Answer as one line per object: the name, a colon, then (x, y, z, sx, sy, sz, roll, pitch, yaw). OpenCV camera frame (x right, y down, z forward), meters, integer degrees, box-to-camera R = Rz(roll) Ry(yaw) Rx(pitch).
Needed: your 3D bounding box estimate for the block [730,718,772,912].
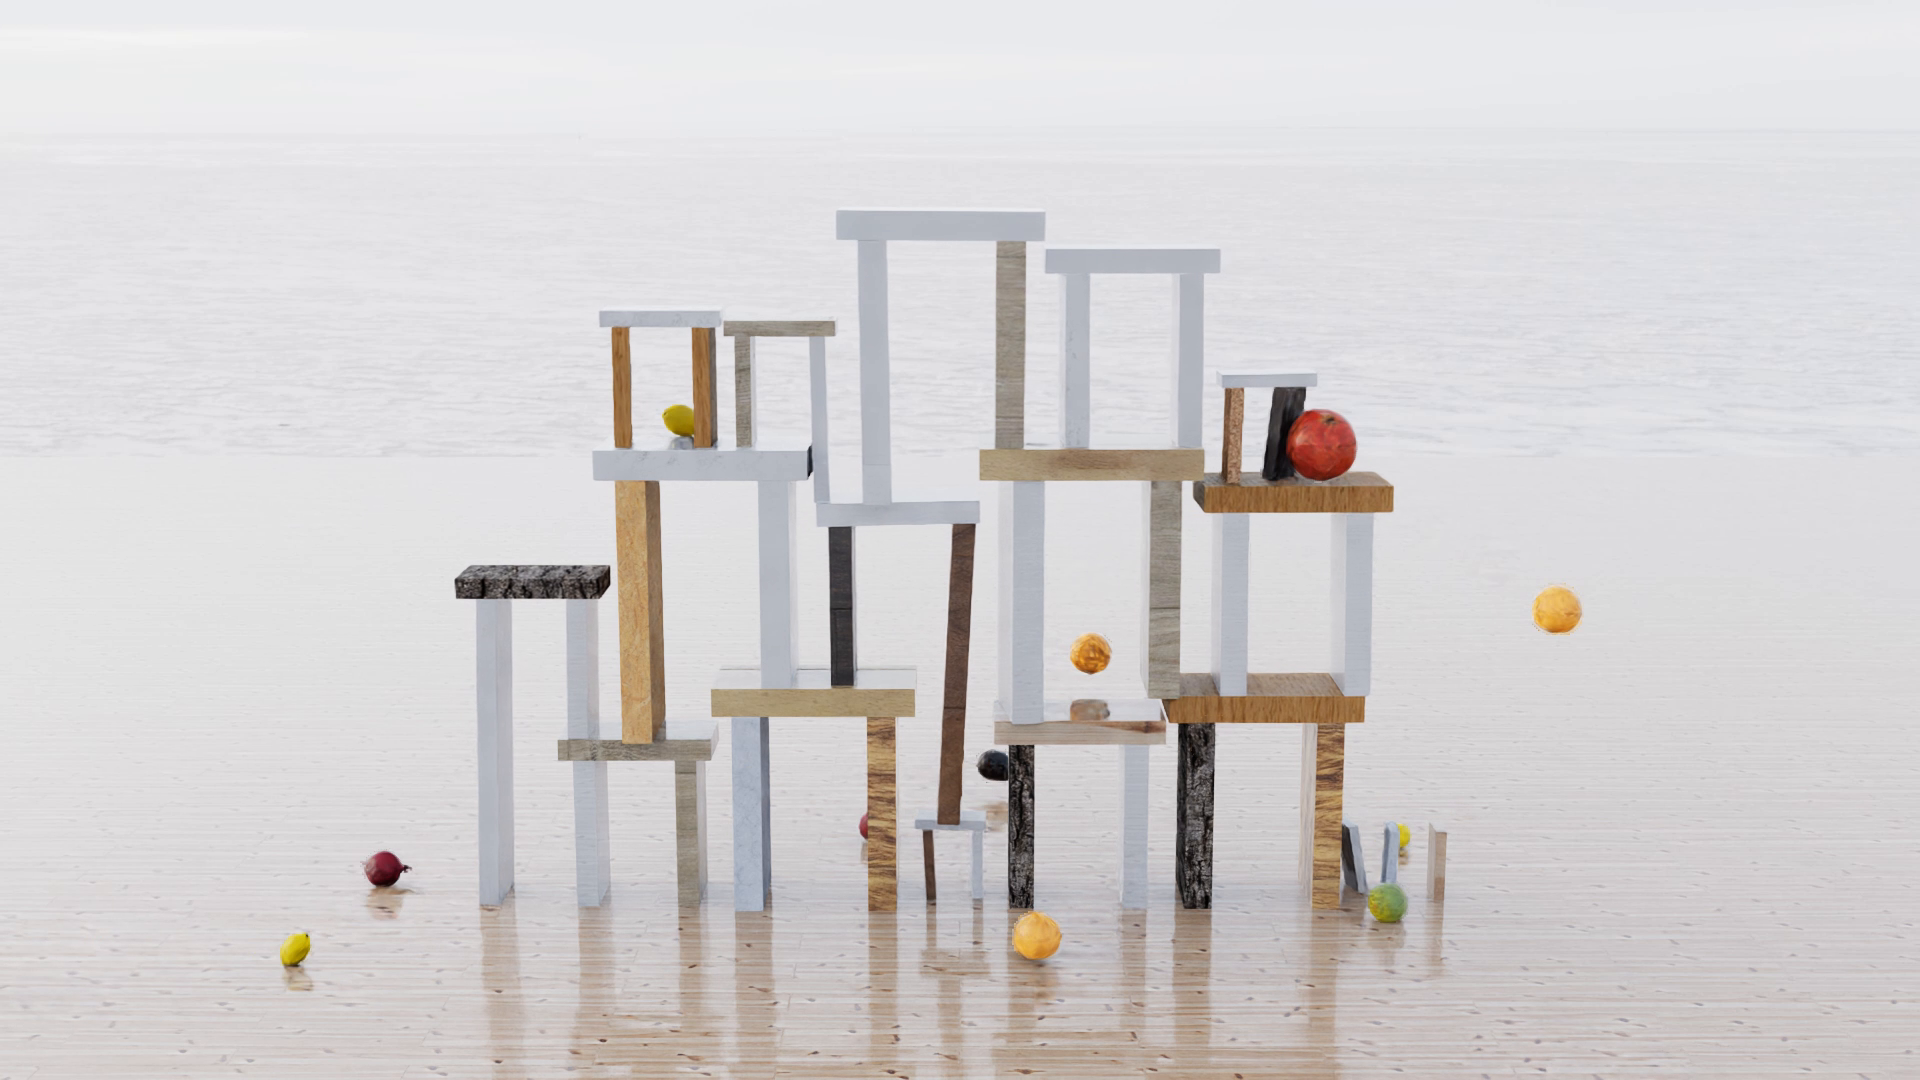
block: (-0.344, 0.430, 3.637, 0.046, 0.327, 0.163, 0, 11, 0)

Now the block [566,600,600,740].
block: (-0.617, 0.198, 3.598, 0.033, 0.231, 0.116, 1, 11, 0)

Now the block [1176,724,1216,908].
block: (0.389, 0.435, 3.645, 0.044, 0.314, 0.157, 0, 11, 0)

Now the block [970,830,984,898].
block: (0.027, 0.531, 3.661, 0.017, 0.117, 0.058, -1, 10, -6)

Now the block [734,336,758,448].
block: (-0.342, -0.241, 3.510, 0.025, 0.176, 0.088, 0, 11, 0)

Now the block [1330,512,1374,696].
block: (0.635, 0.090, 3.577, 0.042, 0.299, 0.149, -1, 11, 0)

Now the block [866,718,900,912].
block: (-0.126, 0.430, 3.637, 0.046, 0.327, 0.163, 0, 11, 0)

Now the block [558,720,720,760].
block: (-0.528, 0.329, 3.621, 0.247, 0.035, 0.124, 0, 11, 0)

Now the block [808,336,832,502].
block: (-0.223, -0.197, 3.517, 0.025, 0.264, 0.088, -1, 11, -2)

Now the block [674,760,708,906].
block: (-0.445, 0.468, 3.647, 0.035, 0.247, 0.124, 0, 11, 0)

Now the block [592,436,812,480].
block: (-0.408, -0.132, 3.535, 0.338, 0.048, 0.169, 0, 11, 1)

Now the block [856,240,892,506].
block: (-0.137, -0.273, 3.508, 0.046, 0.414, 0.161, -1, 11, -3)

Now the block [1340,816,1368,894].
block: (0.656, 0.527, 3.684, 0.017, 0.118, 0.059, -13, 13, -11)

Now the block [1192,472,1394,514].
block: (0.534, -0.078, 3.544, 0.299, 0.042, 0.149, 0, 11, -1)

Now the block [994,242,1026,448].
block: (0.079, -0.317, 3.498, 0.046, 0.322, 0.161, 0, 10, 0)

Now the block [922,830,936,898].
block: (-0.051, 0.531, 3.659, 0.017, 0.117, 0.059, -3, 10, 0)

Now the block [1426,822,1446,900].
block: (0.792, 0.533, 3.654, 0.017, 0.118, 0.059, 0, 11, 0)

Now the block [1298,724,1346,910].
block: (0.598, 0.435, 3.645, 0.044, 0.314, 0.157, 0, 11, 0)

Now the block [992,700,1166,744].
block: (0.194, 0.298, 3.613, 0.277, 0.039, 0.139, 0, 11, 0)

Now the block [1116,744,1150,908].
block: (0.286, 0.454, 3.641, 0.039, 0.277, 0.139, 0, 11, 0)

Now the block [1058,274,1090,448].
block: (0.182, -0.292, 3.504, 0.039, 0.272, 0.136, -1, 11, -2)

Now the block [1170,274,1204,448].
block: (0.361, -0.291, 3.499, 0.039, 0.272, 0.136, 0, 11, 0)

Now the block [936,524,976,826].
block: (-0.007, 0.209, 3.616, 0.037, 0.500, 0.130, 3, 9, -1)

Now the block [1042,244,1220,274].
block: (0.268, -0.444, 3.473, 0.272, 0.039, 0.136, 0, 11, 0)

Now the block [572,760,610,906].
block: (-0.610, 0.468, 3.647, 0.035, 0.247, 0.124, 0, 11, 0)

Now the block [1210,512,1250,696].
block: (0.438, 0.090, 3.576, 0.042, 0.299, 0.149, -1, 11, 0)

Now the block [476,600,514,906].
block: (-0.765, 0.337, 3.623, 0.033, 0.514, 0.116, 2, 11, 1)

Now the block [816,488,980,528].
block: (-0.101, -0.054, 3.557, 0.260, 0.037, 0.130, -1, 11, -3)

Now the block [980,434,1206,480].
block: (0.207, -0.134, 3.532, 0.353, 0.050, 0.176, 0, 11, 0)

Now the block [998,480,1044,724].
block: (0.098, 0.084, 3.577, 0.050, 0.395, 0.176, -1, 11, -7)

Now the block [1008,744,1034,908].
block: (0.101, 0.454, 3.641, 0.039, 0.277, 0.139, 0, 11, 0)

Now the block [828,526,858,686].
block: (-0.190, 0.095, 3.581, 0.037, 0.260, 0.130, 0, 11, 0)

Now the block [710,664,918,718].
block: (-0.235, 0.246, 3.603, 0.327, 0.046, 0.163, 0, 11, 0)

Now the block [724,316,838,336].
block: (-0.283, -0.340, 3.492, 0.175, 0.025, 0.088, 0, 11, 0)

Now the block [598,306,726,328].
block: (-0.471, -0.354, 3.490, 0.189, 0.027, 0.095, 0, 10, -1)

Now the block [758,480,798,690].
block: (-0.294, 0.057, 3.571, 0.048, 0.338, 0.169, 0, 11, 0)

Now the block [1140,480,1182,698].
block: (0.325, 0.064, 3.569, 0.050, 0.353, 0.176, 0, 11, 0)

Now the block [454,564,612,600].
block: (-0.692, 0.068, 3.573, 0.231, 0.033, 0.116, 0, 11, 0)

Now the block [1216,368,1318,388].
block: (0.489, -0.258, 3.510, 0.150, 0.021, 0.075, -1, 10, 0)

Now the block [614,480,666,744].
block: (-0.519, 0.102, 3.579, 0.048, 0.428, 0.169, 0, 11, 0)

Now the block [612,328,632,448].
block: (-0.539, -0.248, 3.508, 0.027, 0.189, 0.094, -1, 10, -7)

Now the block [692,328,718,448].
block: (-0.407, -0.248, 3.510, 0.027, 0.189, 0.095, 0, 10, 1)

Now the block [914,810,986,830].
block: (-0.015, 0.465, 3.651, 0.117, 0.017, 0.058, 1, 10, 3)

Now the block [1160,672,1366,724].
block: (0.494, 0.259, 3.612, 0.314, 0.044, 0.157, 0, 11, 0)

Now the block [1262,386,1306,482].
block: (0.521, -0.174, 3.530, 0.021, 0.150, 0.075, 15, 17, 33)

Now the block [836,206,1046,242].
block: (-0.030, -0.499, 3.466, 0.322, 0.046, 0.161, 0, 10, 0)

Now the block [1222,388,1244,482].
block: (0.437, -0.173, 3.527, 0.021, 0.150, 0.075, 1, 10, -1)

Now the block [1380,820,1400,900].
block: (0.714, 0.533, 3.653, 0.017, 0.118, 0.059, 3, 11, 3)
